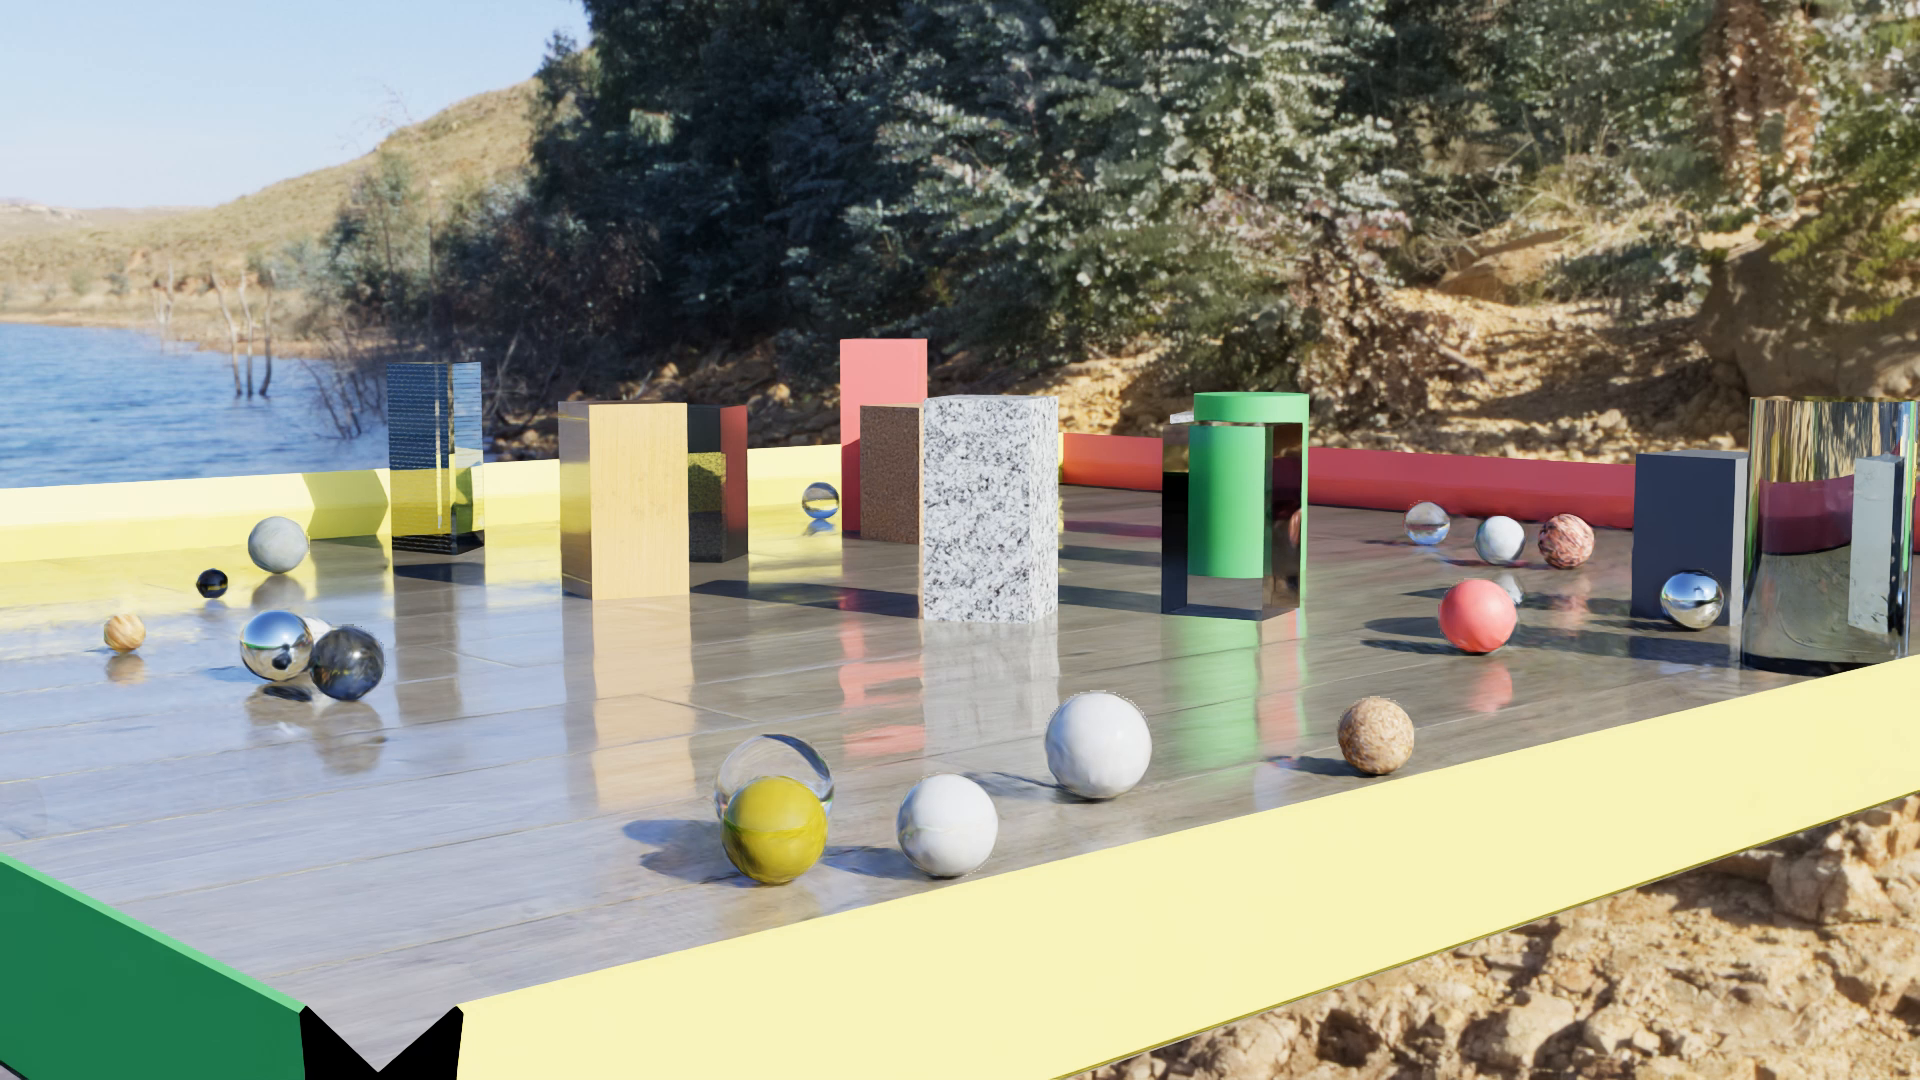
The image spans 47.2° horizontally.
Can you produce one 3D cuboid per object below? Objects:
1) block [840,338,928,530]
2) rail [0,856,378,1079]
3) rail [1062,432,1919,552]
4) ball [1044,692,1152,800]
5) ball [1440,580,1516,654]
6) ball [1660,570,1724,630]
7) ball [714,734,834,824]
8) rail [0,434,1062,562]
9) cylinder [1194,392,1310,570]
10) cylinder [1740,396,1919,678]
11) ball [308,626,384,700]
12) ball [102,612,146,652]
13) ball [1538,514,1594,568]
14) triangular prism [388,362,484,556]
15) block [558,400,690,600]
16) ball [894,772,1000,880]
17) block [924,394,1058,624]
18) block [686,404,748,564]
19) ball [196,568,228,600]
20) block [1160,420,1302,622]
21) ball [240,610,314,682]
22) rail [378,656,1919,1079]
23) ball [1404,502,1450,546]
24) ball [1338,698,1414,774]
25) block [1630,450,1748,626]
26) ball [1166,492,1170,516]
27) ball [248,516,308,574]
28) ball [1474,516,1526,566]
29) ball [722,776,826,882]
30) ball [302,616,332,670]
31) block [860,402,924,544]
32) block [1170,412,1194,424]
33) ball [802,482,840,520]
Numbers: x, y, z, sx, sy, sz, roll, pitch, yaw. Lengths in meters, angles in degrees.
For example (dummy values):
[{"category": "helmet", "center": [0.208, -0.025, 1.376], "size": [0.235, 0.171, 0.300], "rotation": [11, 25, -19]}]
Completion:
[{"category": "block", "center": [-0.155, -0.219, 4.518], "size": [0.158, 0.385, 0.158], "rotation": [1, 6, 6]}, {"category": "rail", "center": [-1.310, 0.159, 2.129], "size": [0.045, 0.128, 3.131], "rotation": [-5, 8, -42]}, {"category": "rail", "center": [1.310, -0.092, 4.534], "size": [0.045, 0.128, 3.131], "rotation": [-5, 8, -42]}, {"category": "ball", "center": [0.126, 0.188, 2.005], "size": [0.098, 0.098, 0.098], "rotation": [0, 6, 0]}, {"category": "ball", "center": [0.673, 0.099, 2.860], "size": [0.097, 0.097, 0.097], "rotation": [0, 6, 0]}, {"category": "ball", "center": [1.021, 0.084, 3.069], "size": [0.085, 0.085, 0.085], "rotation": [0, 6, 0]}, {"category": "ball", "center": [-0.153, 0.208, 1.807], "size": [0.099, 0.099, 0.099], "rotation": [0, 6, 0]}, {"category": "rail", "center": [-1.046, -0.084, 4.459], "size": [3.613, 0.128, 0.045], "rotation": [-5, 8, -42]}, {"category": "cylinder", "center": [0.502, -0.102, 3.806], "size": [0.197, 0.301, 0.197], "rotation": [0, 6, 0]}, {"category": "cylinder", "center": [1.086, -0.009, 2.750], "size": [0.197, 0.335, 0.197], "rotation": [0, 6, 0]}, {"category": "ball", "center": [-0.702, 0.142, 2.516], "size": [0.084, 0.084, 0.084], "rotation": [0, 6, 0]}, {"category": "ball", "center": [-1.089, 0.121, 2.867], "size": [0.052, 0.052, 0.052], "rotation": [0, 6, 0]}, {"category": "ball", "center": [1.047, 0.003, 3.799], "size": [0.094, 0.094, 0.094], "rotation": [0, 6, 0]}, {"category": "triangular prism", "center": [-0.948, -0.156, 4.098], "size": [0.171, 0.348, 0.148], "rotation": [4, 7, 35]}, {"category": "block", "center": [-0.533, -0.068, 3.481], "size": [0.158, 0.300, 0.158], "rotation": [-3, 7, -27]}, {"category": "ball", "center": [-0.010, 0.225, 1.734], "size": [0.084, 0.084, 0.084], "rotation": [0, 6, 0]}, {"category": "block", "center": [0.047, -0.049, 3.212], "size": [0.158, 0.319, 0.158], "rotation": [2, 6, 17]}, {"category": "block", "center": [-0.482, -0.105, 3.967], "size": [0.158, 0.273, 0.158], "rotation": [1, 6, 12]}, {"category": "ball", "center": [-1.157, 0.068, 3.402], "size": [0.047, 0.047, 0.047], "rotation": [0, 6, 0]}, {"category": "block", "center": [0.403, -0.033, 3.251], "size": [0.158, 0.279, 0.158], "rotation": [3, 7, 28]}, {"category": "ball", "center": [-0.823, 0.127, 2.649], "size": [0.086, 0.086, 0.086], "rotation": [0, 6, 0]}, {"category": "rail", "center": [1.046, 0.151, 2.205], "size": [3.613, 0.128, 0.045], "rotation": [-5, 8, -42]}, {"category": "ball", "center": [0.886, -0.031, 4.169], "size": [0.084, 0.084, 0.084], "rotation": [0, 6, 0]}, {"category": "ball", "center": [0.401, 0.189, 2.116], "size": [0.073, 0.073, 0.073], "rotation": [0, 6, 0]}, {"category": "block", "center": [1.095, -0.007, 3.204], "size": [0.158, 0.237, 0.158], "rotation": [-5, 8, -41]}, {"category": "ball", "center": [0.469, -0.074, 4.582], "size": [0.083, 0.083, 0.083], "rotation": [0, 6, 0]}, {"category": "ball", "center": [-1.157, 0.008, 3.728], "size": [0.098, 0.098, 0.098], "rotation": [0, 6, 0]}, {"category": "ball", "center": [0.944, 0.001, 3.847], "size": [0.087, 0.087, 0.087], "rotation": [0, 6, 0]}, {"category": "ball", "center": [-0.145, 0.225, 1.715], "size": [0.081, 0.081, 0.081], "rotation": [0, 6, 0]}, {"category": "ball", "center": [-0.810, 0.128, 2.732], "size": [0.066, 0.066, 0.066], "rotation": [0, 6, 0]}, {"category": "block", "center": [-0.083, -0.132, 4.287], "size": [0.158, 0.261, 0.158], "rotation": [5, 8, 42]}, {"category": "block", "center": [0.506, -0.128, 4.334], "size": [0.158, 0.242, 0.158], "rotation": [2, 6, 16]}, {"category": "ball", "center": [-0.297, -0.084, 4.686], "size": [0.083, 0.083, 0.083], "rotation": [0, 6, 0]}]
